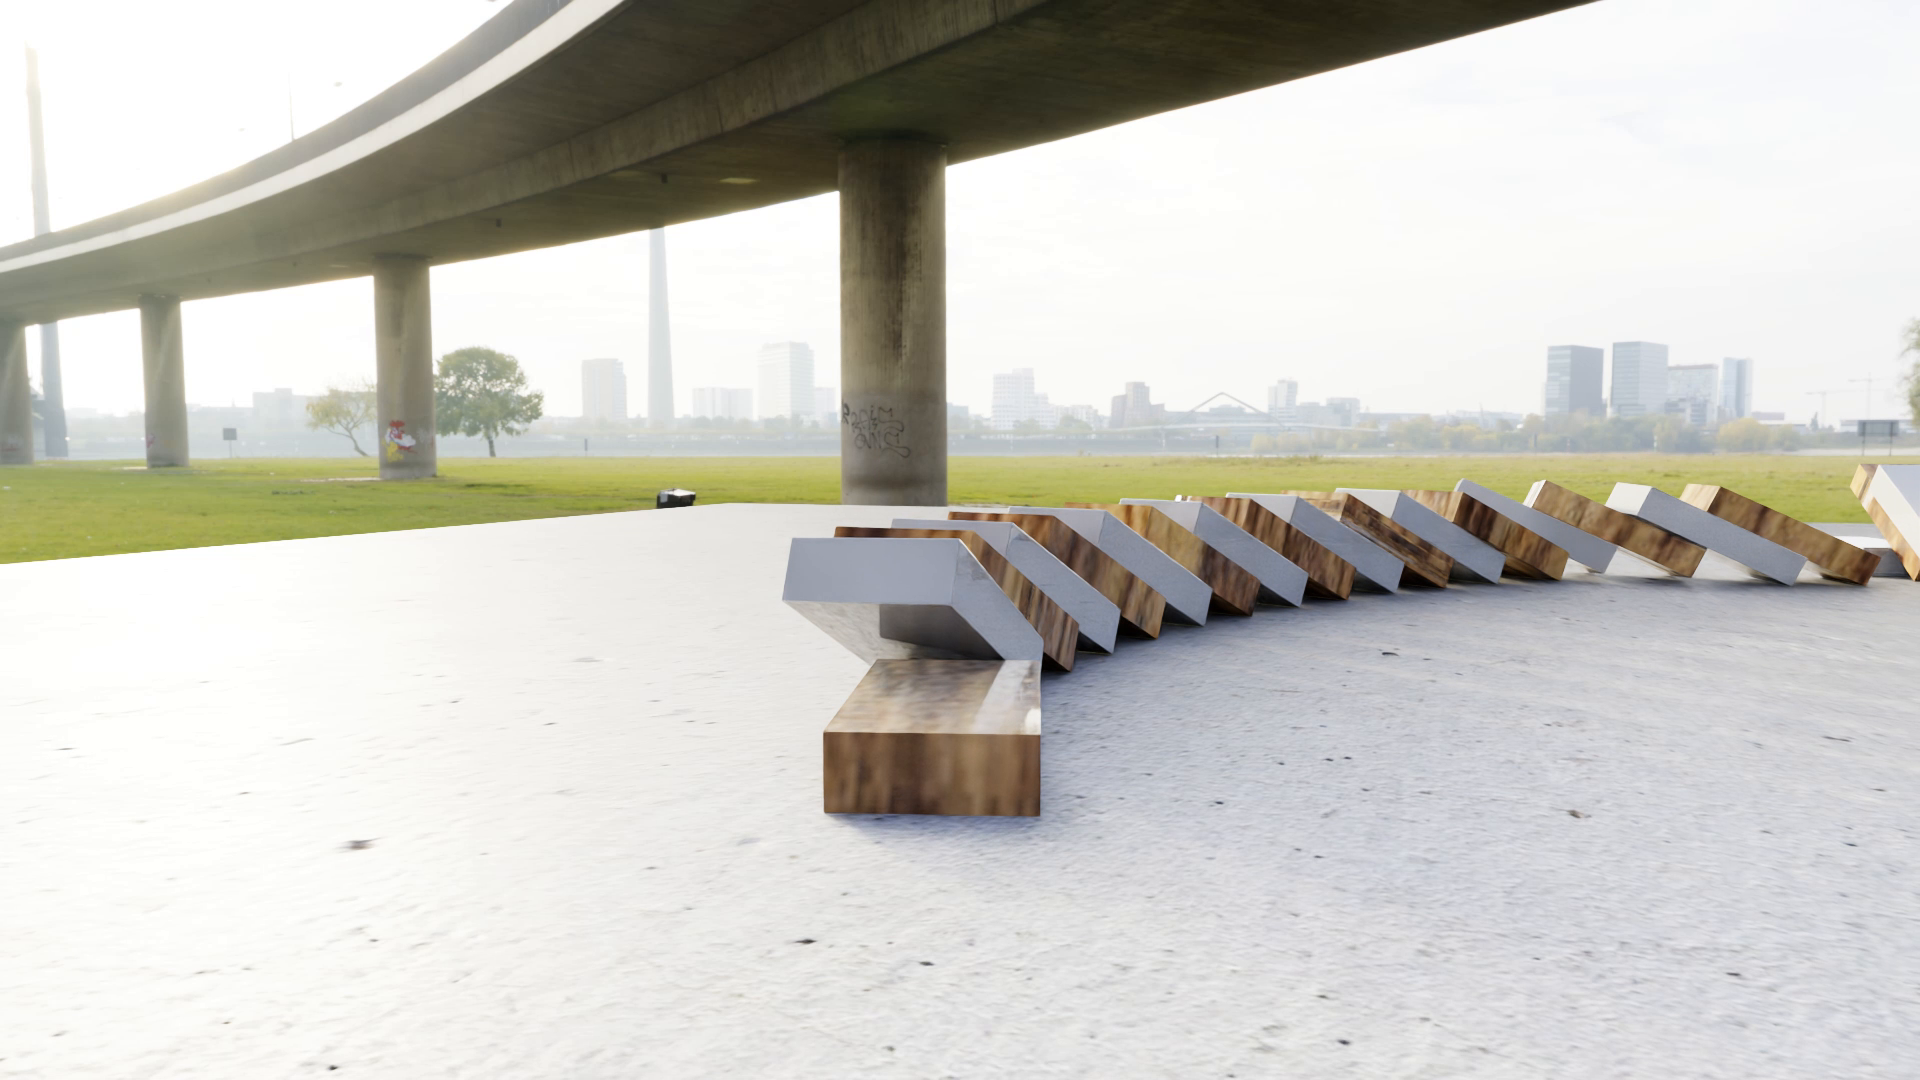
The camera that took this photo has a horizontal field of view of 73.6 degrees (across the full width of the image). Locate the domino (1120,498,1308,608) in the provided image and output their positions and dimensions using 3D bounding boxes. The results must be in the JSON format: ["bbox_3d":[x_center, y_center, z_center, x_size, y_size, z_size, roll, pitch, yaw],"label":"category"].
[{"bbox_3d":[0.064,0.004,0.327,0.050,0.009,0.025,28,-15,-40],"label":"domino"}]

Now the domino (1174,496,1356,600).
[{"bbox_3d":[0.081,0.002,0.344,0.050,0.009,0.025,27,-13,-37],"label":"domino"}]

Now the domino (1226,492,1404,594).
[{"bbox_3d":[0.099,0.001,0.361,0.050,0.009,0.025,26,-11,-33],"label":"domino"}]

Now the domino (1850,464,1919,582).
[{"bbox_3d":[0.310,-0.006,0.411,0.025,0.009,0.050,1,38,9],"label":"domino"}]

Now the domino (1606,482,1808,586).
[{"bbox_3d":[0.228,-0.002,0.395,0.050,0.009,0.025,25,7,3],"label":"domino"}]

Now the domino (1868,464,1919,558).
[{"bbox_3d":[0.305,-0.005,0.394,0.025,0.010,0.050,1,38,9],"label":"domino"}]

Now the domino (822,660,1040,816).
[{"bbox_3d":[-0.002,0.025,0.172,0.025,0.010,0.050,0,4,3],"label":"domino"}]

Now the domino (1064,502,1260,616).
[{"bbox_3d":[0.048,0.005,0.309,0.025,0.009,0.050,4,-18,44],"label":"domino"}]

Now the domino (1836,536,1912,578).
[{"bbox_3d":[0.305,0.005,0.434,0.025,0.010,0.050,1,4,9],"label":"domino"}]

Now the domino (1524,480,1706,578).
[{"bbox_3d":[0.207,-0.004,0.408,0.050,0.009,0.025,27,7,15],"label":"domino"}]

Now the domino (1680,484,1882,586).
[{"bbox_3d":[0.253,-0.002,0.398,0.050,0.009,0.025,26,8,7],"label":"domino"}]

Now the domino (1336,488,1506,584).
[{"bbox_3d":[0.138,-0.001,0.388,0.050,0.009,0.025,25,-8,-27],"label":"domino"}]

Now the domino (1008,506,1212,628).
[{"bbox_3d":[0.034,0.006,0.289,0.025,0.009,0.050,4,-18,40],"label":"domino"}]

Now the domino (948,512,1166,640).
[{"bbox_3d":[0.020,0.008,0.269,0.025,0.010,0.050,3,-19,37],"label":"domino"}]

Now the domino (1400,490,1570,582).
[{"bbox_3d":[0.161,-0.002,0.398,0.050,0.009,0.025,24,-6,-25],"label":"domino"}]

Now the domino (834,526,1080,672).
[{"bbox_3d":[0.000,0.011,0.224,0.025,0.009,0.050,2,-19,26],"label":"domino"}]

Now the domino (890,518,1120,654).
[{"bbox_3d":[0.009,0.010,0.247,0.025,0.009,0.050,3,-19,31],"label":"domino"}]

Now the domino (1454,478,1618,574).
[{"bbox_3d":[0.185,-0.005,0.417,0.050,0.009,0.025,27,7,16],"label":"domino"}]

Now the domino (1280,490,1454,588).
[{"bbox_3d":[0.118,0.000,0.375,0.050,0.009,0.025,25,-10,-30],"label":"domino"}]

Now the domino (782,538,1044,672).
[{"bbox_3d":[-0.005,0.013,0.199,0.025,0.010,0.050,0,-20,18],"label":"domino"}]
